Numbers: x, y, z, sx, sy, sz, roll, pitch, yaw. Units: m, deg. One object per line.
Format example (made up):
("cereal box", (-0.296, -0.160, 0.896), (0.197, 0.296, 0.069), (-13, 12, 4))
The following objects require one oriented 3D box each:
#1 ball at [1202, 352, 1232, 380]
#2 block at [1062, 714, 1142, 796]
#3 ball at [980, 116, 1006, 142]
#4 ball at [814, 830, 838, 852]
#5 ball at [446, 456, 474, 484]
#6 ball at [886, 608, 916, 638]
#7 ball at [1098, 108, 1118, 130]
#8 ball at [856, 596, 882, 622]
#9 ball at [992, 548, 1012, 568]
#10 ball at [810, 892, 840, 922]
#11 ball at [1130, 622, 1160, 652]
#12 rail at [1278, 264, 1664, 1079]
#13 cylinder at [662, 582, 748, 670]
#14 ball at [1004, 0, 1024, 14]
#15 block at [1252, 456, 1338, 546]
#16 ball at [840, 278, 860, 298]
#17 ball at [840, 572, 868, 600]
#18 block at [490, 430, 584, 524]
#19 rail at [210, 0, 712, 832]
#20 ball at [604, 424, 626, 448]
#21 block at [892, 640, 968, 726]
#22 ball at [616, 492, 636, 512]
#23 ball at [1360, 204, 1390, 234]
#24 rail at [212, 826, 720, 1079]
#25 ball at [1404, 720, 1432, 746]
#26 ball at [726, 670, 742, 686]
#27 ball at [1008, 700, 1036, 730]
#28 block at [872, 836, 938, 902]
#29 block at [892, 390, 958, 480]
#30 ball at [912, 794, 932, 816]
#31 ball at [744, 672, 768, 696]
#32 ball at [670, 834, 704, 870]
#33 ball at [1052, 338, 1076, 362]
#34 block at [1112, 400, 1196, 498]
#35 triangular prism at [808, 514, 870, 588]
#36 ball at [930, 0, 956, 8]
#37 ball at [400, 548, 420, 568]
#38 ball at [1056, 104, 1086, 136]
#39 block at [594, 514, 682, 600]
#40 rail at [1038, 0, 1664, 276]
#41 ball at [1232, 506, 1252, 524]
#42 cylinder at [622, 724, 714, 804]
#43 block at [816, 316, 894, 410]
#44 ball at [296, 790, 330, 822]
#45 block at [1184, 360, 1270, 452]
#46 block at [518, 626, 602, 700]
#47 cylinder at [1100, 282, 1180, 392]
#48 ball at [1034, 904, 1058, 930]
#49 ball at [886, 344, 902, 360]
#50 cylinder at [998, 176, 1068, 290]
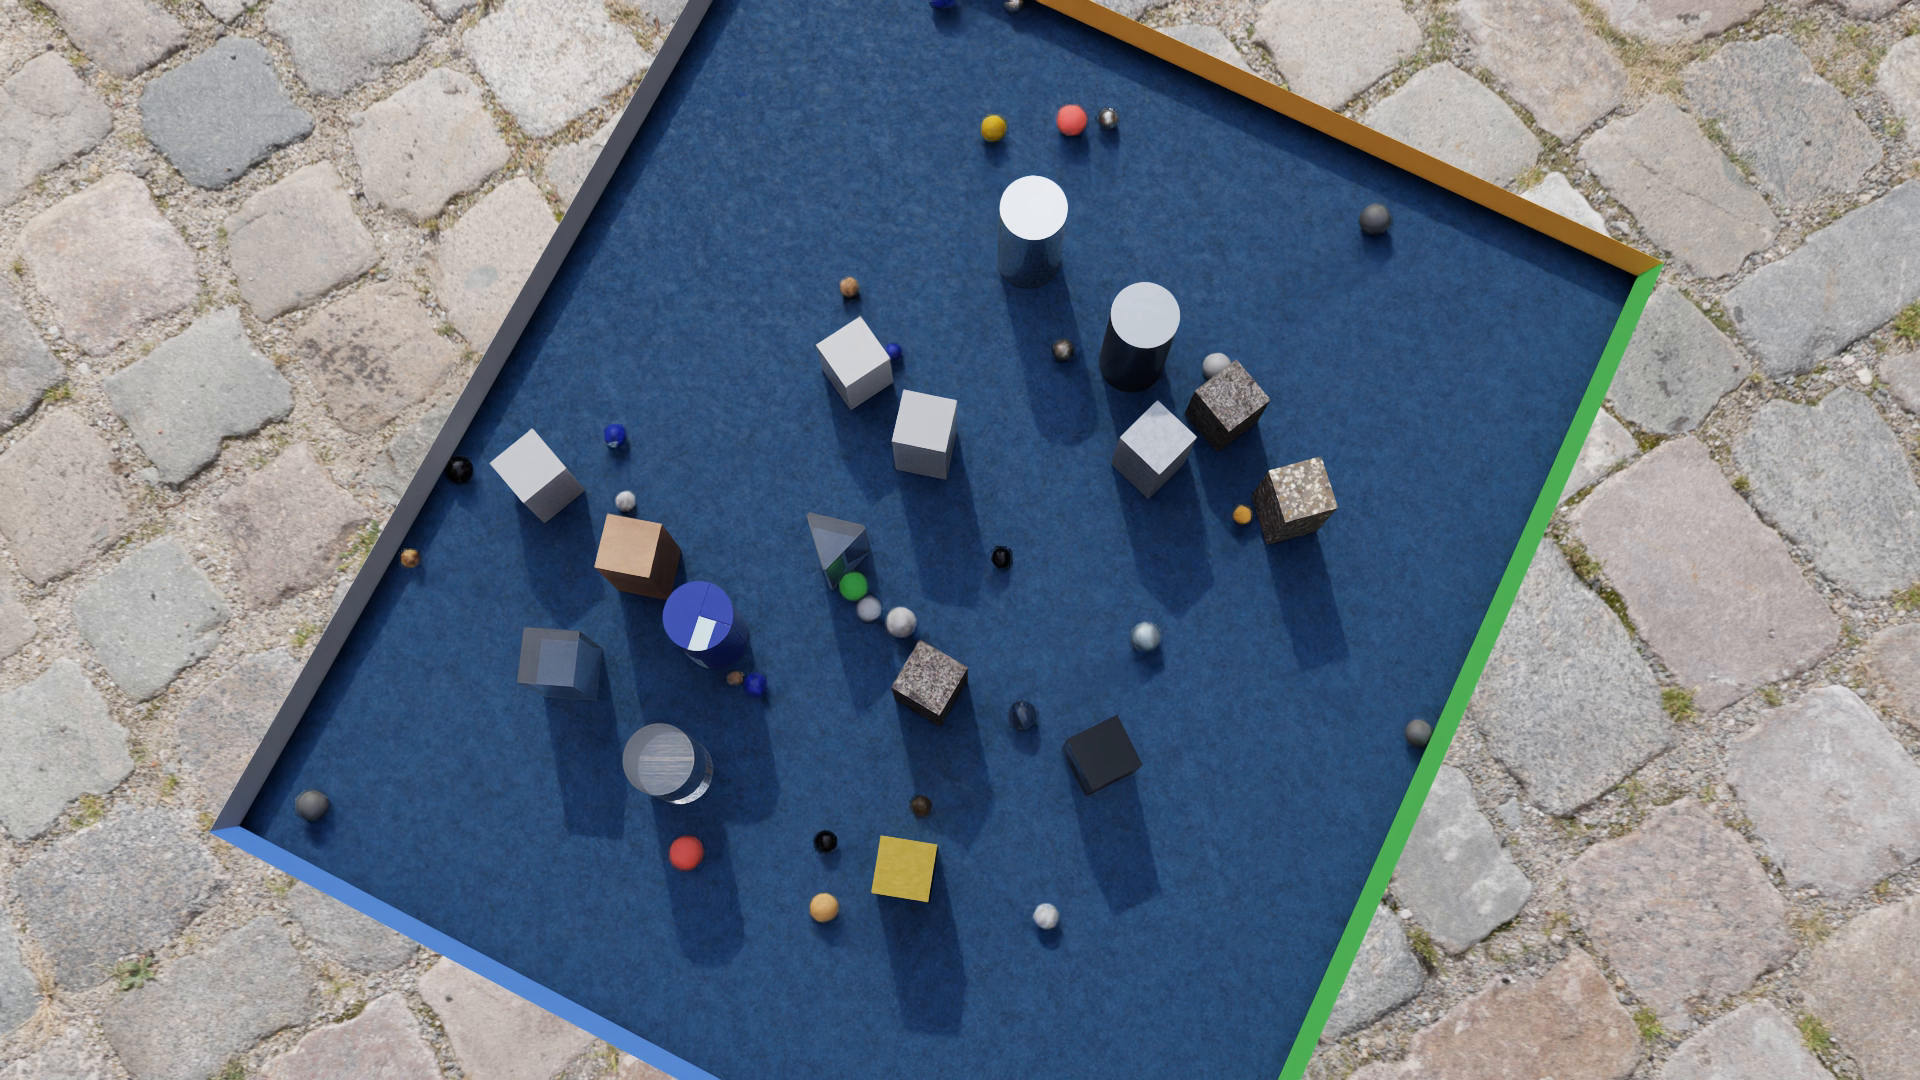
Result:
("ball", (0.798, -0.535, 5.681), (0.091, 0.091, 0.091), (0, 78, 0))
("block", (0.411, 0.631, 5.337), (0.160, 0.293, 0.160), (-26, 79, -5))
("ball", (0.107, -1.312, 5.846), (0.083, 0.083, 0.083), (0, 78, 0))
("ball", (-0.394, 0.888, 5.399), (0.067, 0.067, 0.067), (0, 78, 0))
("ball", (-1.535, -0.216, 5.619), (0.082, 0.082, 0.082), (0, 78, 0))
("ball", (-0.177, 0.248, 5.518), (0.093, 0.093, 0.093), (0, 78, 0))
("ball", (0.473, -1.345, 5.861), (0.067, 0.067, 0.067), (0, 78, 0))
("ball", (-0.274, 0.207, 5.535), (0.076, 0.076, 0.076), (0, 78, 0))
("ball", (0.126, 0.054, 5.574), (0.062, 0.062, 0.062), (0, 78, 0))
("ball", (-0.396, 1.073, 5.351), (0.084, 0.084, 0.084), (0, 78, 0))
("ball", (0.557, 0.293, 5.509), (0.091, 0.091, 0.091), (0, 78, 0))
("rail", (1.373, 0.679, 5.409), (0.045, 0.130, 3.503), (26, 80, 5))
("cylinder", (-0.740, 0.253, 5.366), (0.200, 0.389, 0.200), (0, 78, 0))
("ball", (0.177, -1.743, 5.944), (0.066, 0.066, 0.066), (0, 78, 0))
("block", (0.995, -0.114, 5.473), (0.160, 0.327, 0.160), (-15, 79, -3))
("ball", (-0.347, -0.792, 5.750), (0.060, 0.060, 0.060), (0, 78, 0))
("ball", (-0.321, 0.139, 5.542), (0.089, 0.089, 0.089), (0, 78, 0))
("block", (-1.267, -0.190, 5.513), (0.160, 0.281, 0.160), (-41, 81, -8))
("rail", (-1.373, -0.665, 5.687), (0.045, 0.130, 3.503), (26, 80, 5))
("ball", (-1.062, -0.320, 5.648), (0.070, 0.070, 0.070), (0, 78, 0))
("block", (-0.087, 0.422, 5.372), (0.160, 0.309, 0.160), (30, 80, 6))
("ball", (-1.024, -0.118, 5.609), (0.062, 0.062, 0.062), (0, 78, 0))
("ball", (1.307, -1.010, 5.777), (0.097, 0.097, 0.097), (0, 78, 0))
("rail", (-0.773, 1.520, 5.235), (3.116, 0.130, 0.045), (26, 80, 5))
("ball", (1.366, 0.574, 5.457), (0.081, 0.081, 0.081), (0, 78, 0))
("ball", (-0.677, 0.417, 5.507), (0.047, 0.047, 0.047), (0, 78, 0))
("ball", (0.185, 0.522, 5.463), (0.088, 0.088, 0.088), (0, 78, 0))
("block", (-0.155, 0.947, 5.257), (0.160, 0.321, 0.160), (9, 78, 2))
("block", (-0.104, -0.313, 5.508), (0.160, 0.341, 0.160), (12, 79, 2))
("ball", (-0.113, 0.784, 5.423), (0.062, 0.062, 0.062), (0, 78, 0))
("ball", (-0.612, 0.431, 5.492), (0.070, 0.070, 0.070), (0, 78, 0))
("ball", (-0.801, 0.916, 5.376), (0.100, 0.100, 0.100), (0, 78, 0))
("ball", (0.324, -0.591, 5.703), (0.070, 0.070, 0.070), (0, 78, 0))
("block", (0.580, -0.268, 5.511), (0.160, 0.316, 0.160), (44, 82, 8))
("triangular prism", (-0.386, 0.007, 5.449), (0.150, 0.326, 0.173), (43, 81, 8))
("ball", (-0.053, -1.772, 5.933), (0.098, 0.098, 0.098), (0, 78, 0))
("ball", (-1.672, 0.056, 5.575), (0.059, 0.059, 0.059), (0, 78, 0))
("ball", (0.355, -1.338, 5.844), (0.098, 0.098, 0.098), (0, 78, 0))
("block", (-0.947, 0.054, 5.412), (0.160, 0.378, 0.160), (11, 79, 2))
("rail", (0.773, -1.507, 5.861), (3.116, 0.130, 0.045), (26, 80, 5))
("ball", (0.863, -0.075, 5.603), (0.057, 0.057, 0.057), (0, 78, 0))
("cylinder", (-0.837, 0.648, 5.280), (0.200, 0.397, 0.200), (0, 78, 0))
("block", (-0.319, -0.538, 5.599), (0.160, 0.252, 0.160), (-34, 80, -7))
("ball", (-1.910, 0.784, 5.407), (0.092, 0.092, 0.092), (0, 78, 0))
("block", (0.811, -0.405, 5.573), (0.160, 0.250, 0.160), (-37, 81, -7))
("block", (-1.167, 0.366, 5.365), (0.160, 0.344, 0.160), (4, 78, 1))
("cylinder", (0.535, -0.603, 5.509), (0.200, 0.456, 0.200), (0, 78, 0))
("ball", (0.252, 1.099, 5.351), (0.074, 0.074, 0.074), (0, 78, 0))
("ball", (-0.208, -0.585, 5.710), (0.054, 0.054, 0.054), (0, 78, 0))
("cylinder", (0.217, -0.932, 5.591), (0.200, 0.429, 0.200), (0, 78, 0))
